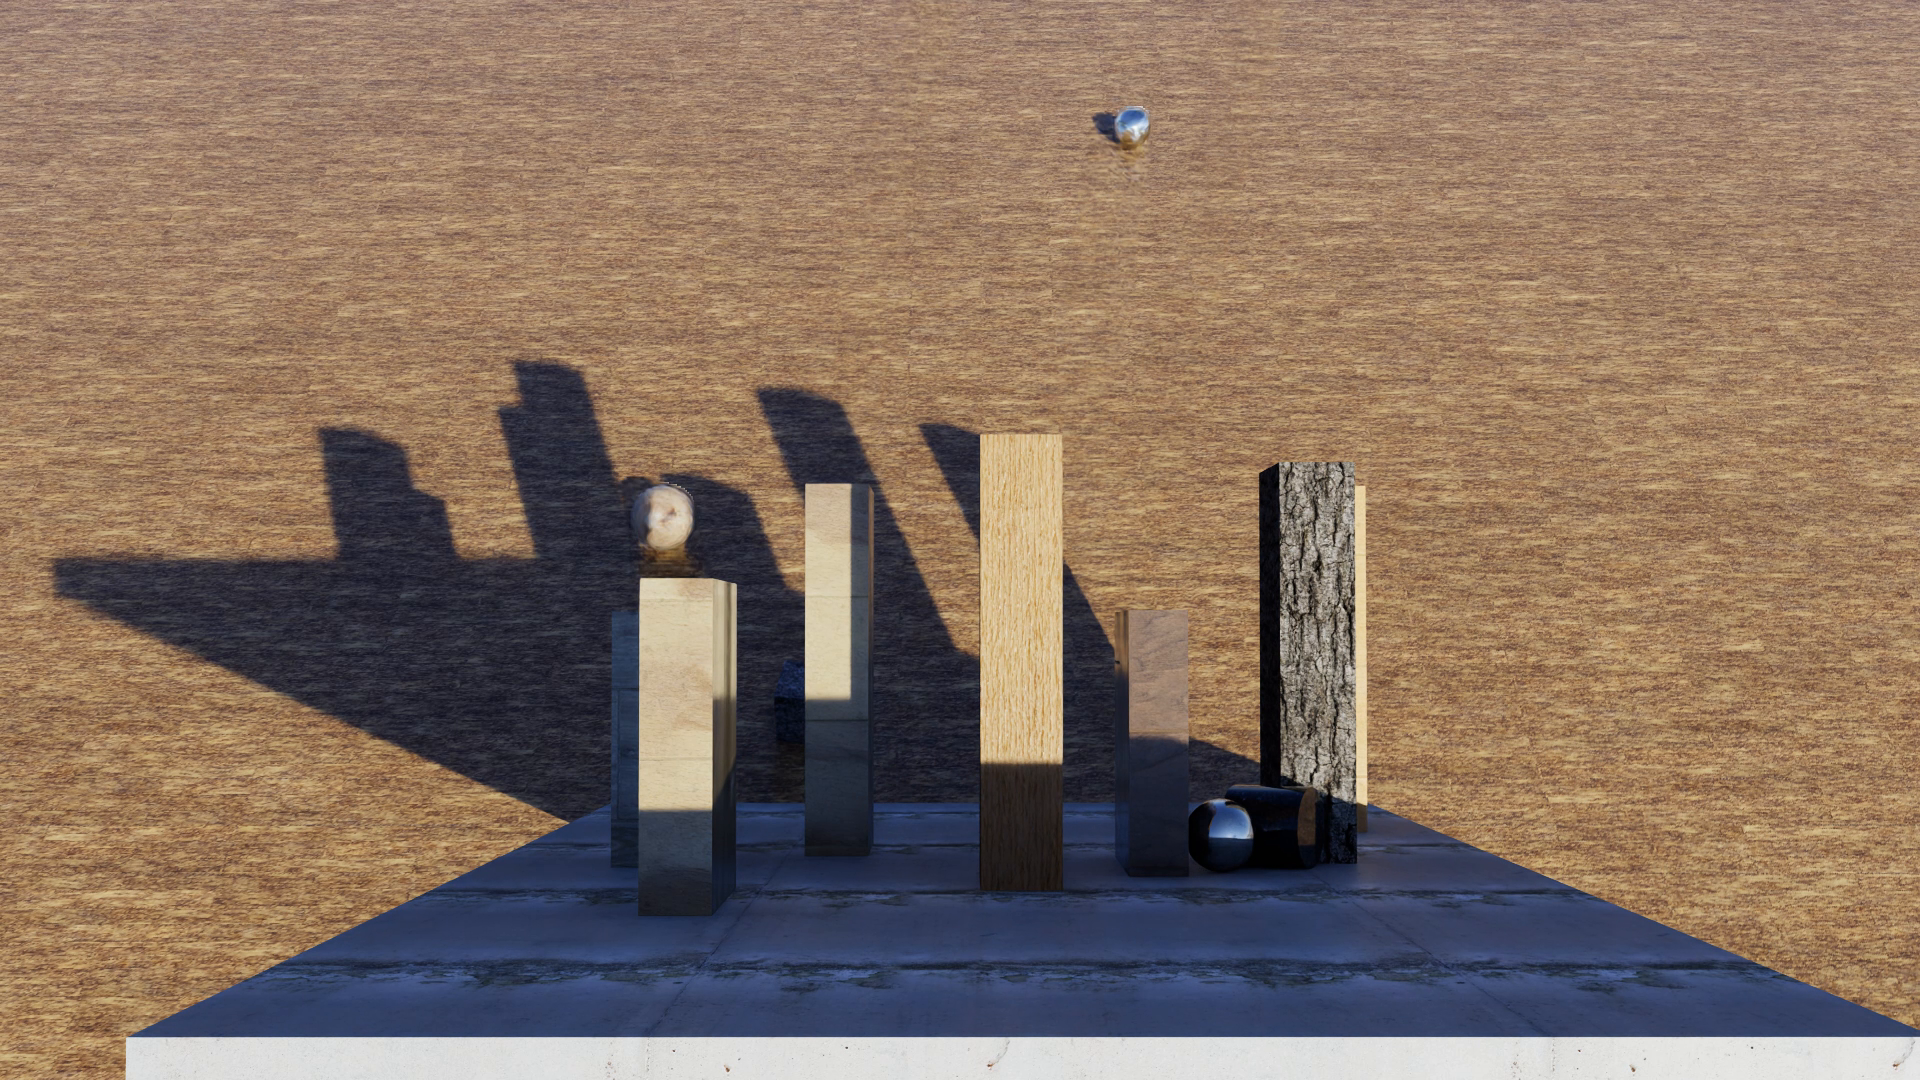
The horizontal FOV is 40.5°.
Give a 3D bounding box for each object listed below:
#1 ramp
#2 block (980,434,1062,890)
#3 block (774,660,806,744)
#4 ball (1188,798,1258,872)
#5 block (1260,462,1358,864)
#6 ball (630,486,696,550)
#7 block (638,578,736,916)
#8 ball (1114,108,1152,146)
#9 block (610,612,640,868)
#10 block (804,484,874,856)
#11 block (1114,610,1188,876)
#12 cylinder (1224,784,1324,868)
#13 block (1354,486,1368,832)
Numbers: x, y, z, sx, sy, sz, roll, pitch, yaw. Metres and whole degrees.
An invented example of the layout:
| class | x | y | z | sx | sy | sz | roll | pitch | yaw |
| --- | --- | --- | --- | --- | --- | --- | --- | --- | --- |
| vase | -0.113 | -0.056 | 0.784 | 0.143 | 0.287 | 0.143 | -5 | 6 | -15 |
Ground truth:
| class | x | y | z | sx | sy | sz | roll | pitch | yaw |
| --- | --- | --- | --- | --- | --- | --- | --- | --- | --- |
| ramp | 0.079 | 0.672 | 4.868 | 2.000 | 0.100 | 4.000 | 0 | -2 | 0 |
| block | 0.107 | 0.217 | 4.652 | 0.143 | 0.794 | 0.252 | 0 | -2 | 0 |
| block | -0.419 | 0.452 | 7.205 | 0.159 | 0.159 | 0.159 | 4 | 36 | 6 |
| ball | 0.489 | 0.553 | 4.869 | 0.137 | 0.137 | 0.137 | 0 | 36 | 0 |
| block | 0.698 | 0.244 | 5.235 | 0.147 | 0.781 | 0.346 | 0 | -2 | 0 |
| ball | -0.901 | -0.067 | 7.893 | 0.198 | 0.198 | 0.198 | 0 | 36 | 0 |
| block | -0.451 | 0.336 | 4.341 | 0.116 | 0.534 | 0.441 | 0 | -2 | 0 |
| ball | 0.668 | -1.599 | 10.065 | 0.146 | 0.146 | 0.146 | 0 | 36 | 0 |
| block | -0.627 | 0.388 | 5.150 | 0.080 | 0.489 | 0.352 | 0 | -2 | 0 |
| block | -0.248 | 0.266 | 5.386 | 0.127 | 0.748 | 0.322 | 0 | -2 | 0 |
| block | 0.366 | 0.382 | 4.997 | 0.109 | 0.490 | 0.435 | 0 | -2 | 0 |
| cylinder | 0.599 | 0.548 | 4.977 | 0.155 | 0.155 | 0.155 | -1 | 32 | 27 |
| block | 0.868 | 0.275 | 6.054 | 0.095 | 0.780 | 0.401 | 0 | -2 | 0 |
